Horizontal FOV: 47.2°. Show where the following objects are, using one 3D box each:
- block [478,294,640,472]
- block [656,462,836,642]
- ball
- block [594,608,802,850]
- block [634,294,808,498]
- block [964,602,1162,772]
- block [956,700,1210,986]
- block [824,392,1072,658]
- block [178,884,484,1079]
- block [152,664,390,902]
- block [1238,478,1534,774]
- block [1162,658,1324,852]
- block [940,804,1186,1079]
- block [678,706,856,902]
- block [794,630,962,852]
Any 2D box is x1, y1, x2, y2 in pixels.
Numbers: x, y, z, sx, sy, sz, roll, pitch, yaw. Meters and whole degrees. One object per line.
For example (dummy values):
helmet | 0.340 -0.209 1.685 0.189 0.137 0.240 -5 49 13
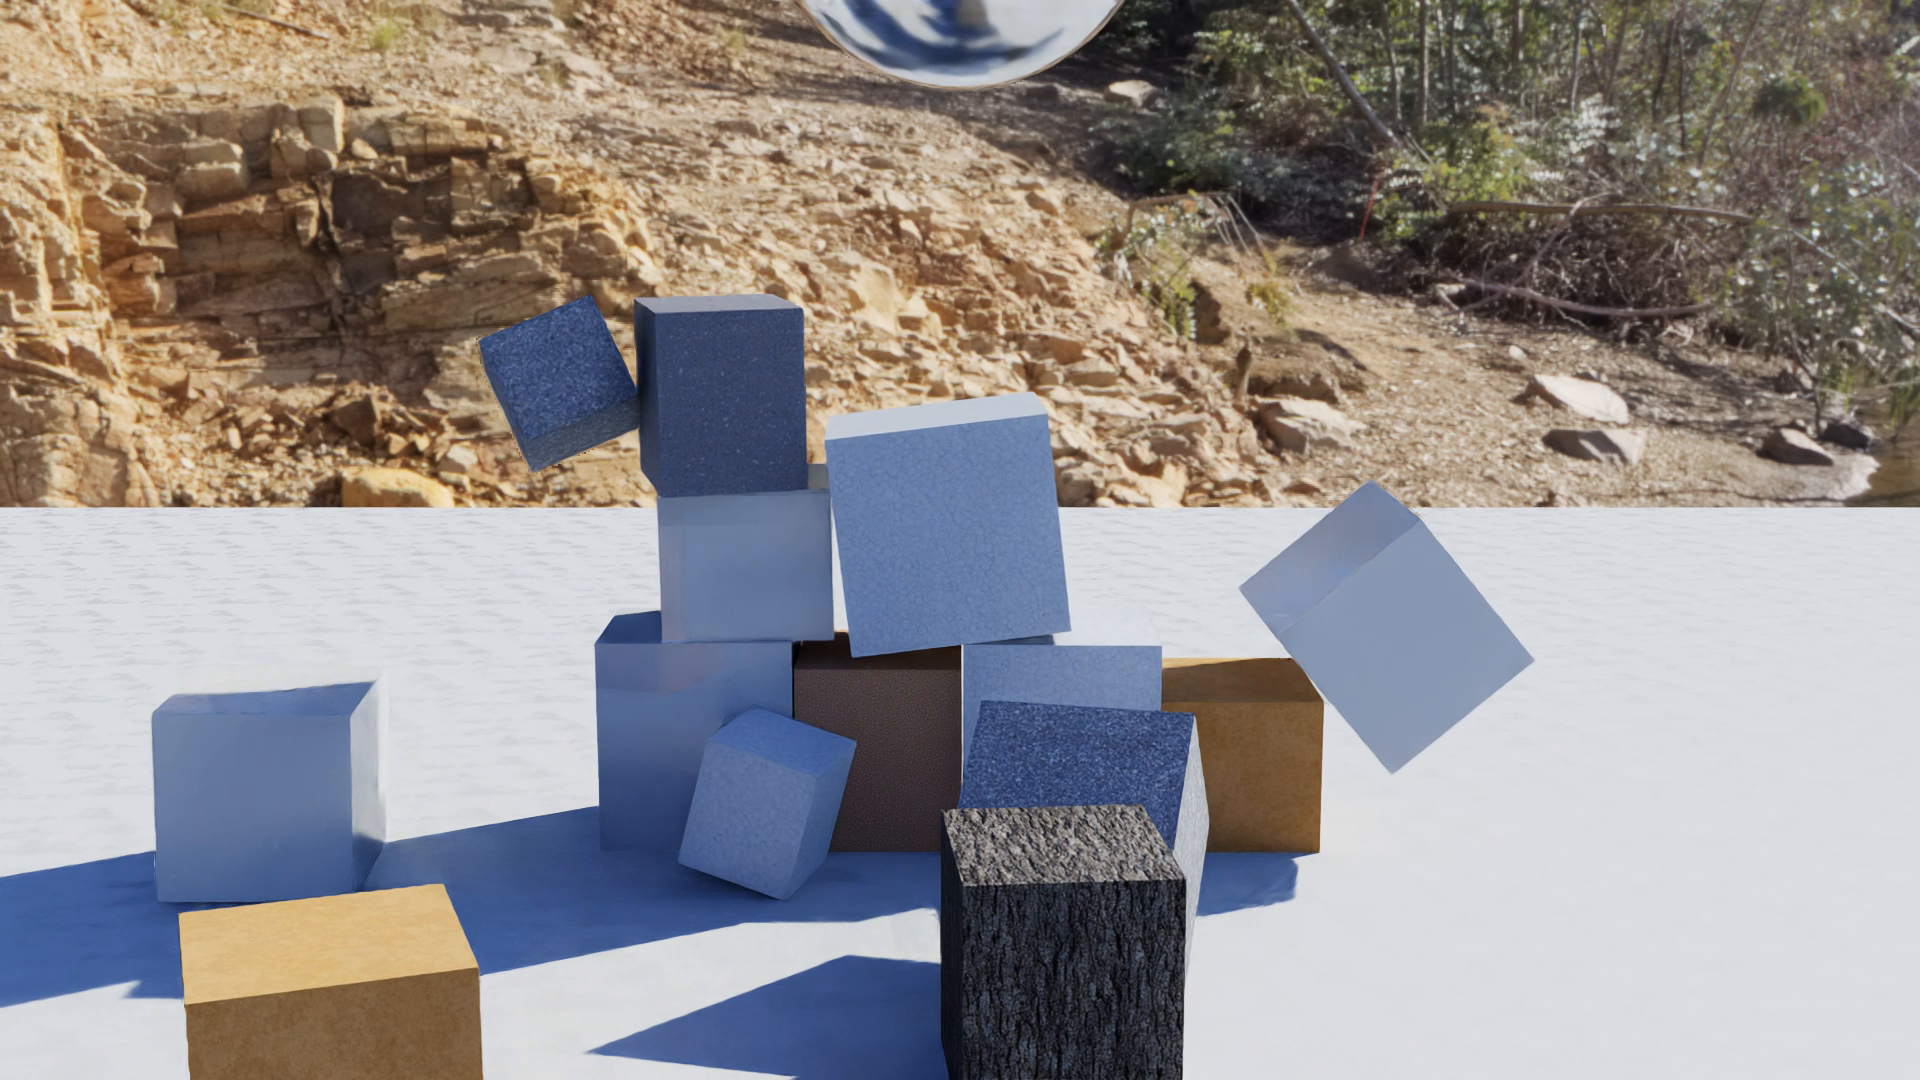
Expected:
block | -1.988 -0.776 10.967 0.594 0.568 0.546 -24 -9 -13
block | -1.068 0.053 11.198 0.848 0.761 0.813 -1 11 -2
ball | 0.000 -2.572 8.570 1.600 1.600 1.600 0 10 0
block | -1.316 0.957 11.336 0.970 1.061 0.846 0 10 0
block | -1.203 -0.739 10.966 0.711 0.885 0.890 -4 11 -14
block | 0.502 0.950 11.332 0.968 1.077 1.031 0 10 0
block | 0.520 1.279 9.300 0.912 0.818 0.826 3 50 14
block | -0.070 -0.102 11.133 1.081 1.078 0.995 -7 10 -1
block | -2.078 1.763 7.265 0.876 0.933 0.850 -4 11 -20
block | -3.302 1.154 10.637 0.890 0.897 0.987 1 10 -5
block | 2.170 0.428 11.333 0.911 0.955 0.964 -40 13 5
block | 1.393 1.096 11.374 0.802 0.774 0.943 0 10 0
block | 0.361 1.584 8.207 0.789 0.947 0.893 -1 10 -5
block | -0.919 1.252 10.548 0.556 0.639 0.622 18 14 10
block | -0.405 1.017 11.360 0.826 0.935 0.917 0 10 0
